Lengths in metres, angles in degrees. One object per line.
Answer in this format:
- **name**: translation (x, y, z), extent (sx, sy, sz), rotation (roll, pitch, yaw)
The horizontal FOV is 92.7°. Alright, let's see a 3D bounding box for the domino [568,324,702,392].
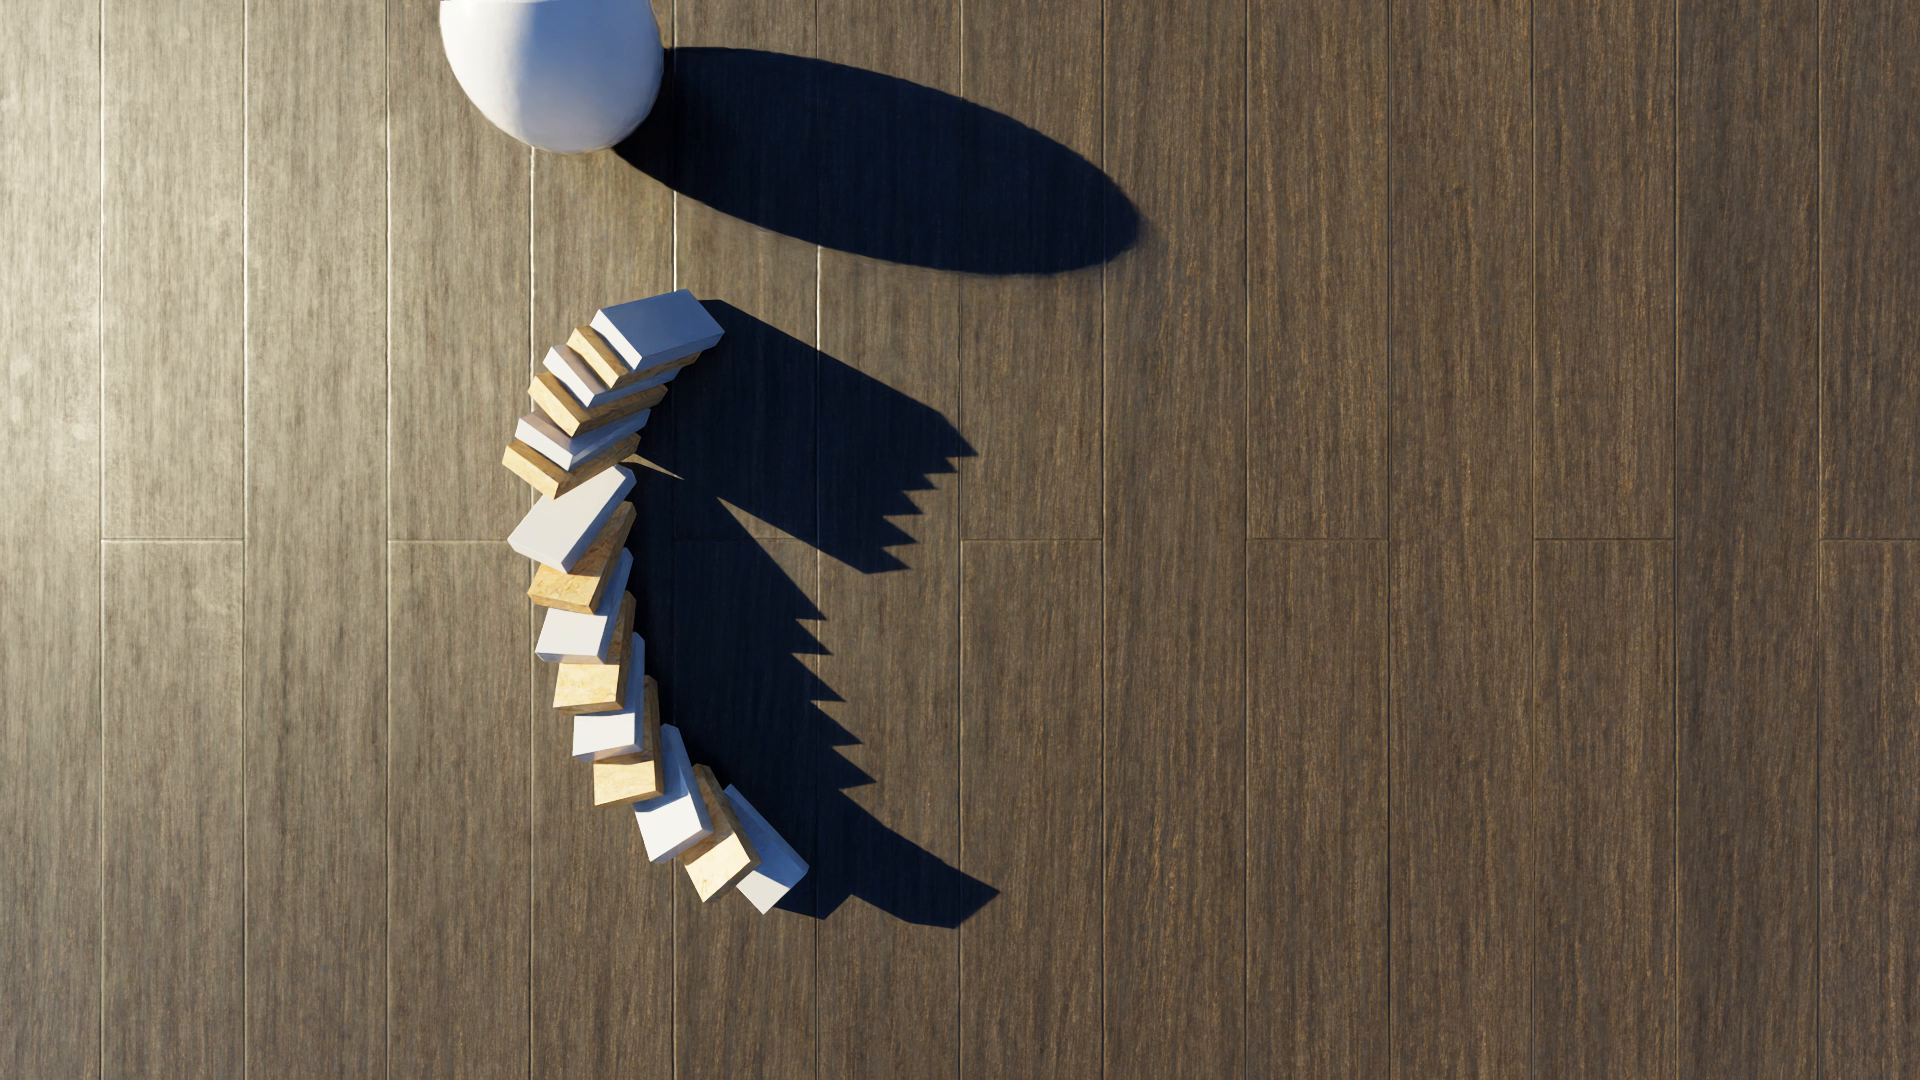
- **domino**: translation (-0.132, -0.080, 0.377), extent (0.025, 0.050, 0.010), rotation (48, 126, 0)

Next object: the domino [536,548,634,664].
- **domino**: translation (-0.156, 0.026, 0.383), extent (0.025, 0.010, 0.050), rotation (3, 60, 1)

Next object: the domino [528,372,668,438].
- **domino**: translation (-0.148, -0.061, 0.377), extent (0.025, 0.050, 0.010), rotation (47, 126, 0)

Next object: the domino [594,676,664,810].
- **domino**: translation (-0.140, 0.084, 0.384), extent (0.025, 0.010, 0.050), rotation (-14, 63, 0)

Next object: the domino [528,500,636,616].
- **domino**: translation (-0.157, 0.005, 0.383), extent (0.025, 0.009, 0.050), rotation (11, 60, 0)

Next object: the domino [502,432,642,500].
- **domino**: translation (-0.158, -0.037, 0.377), extent (0.025, 0.050, 0.009), rotation (36, 125, 1)

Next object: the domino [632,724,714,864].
- **domino**: translation (-0.123, 0.105, 0.383), extent (0.025, 0.010, 0.050), rotation (-33, 61, 3)

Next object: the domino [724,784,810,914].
- **domino**: translation (-0.092, 0.133, 0.395), extent (0.025, 0.009, 0.050), rotation (-44, 90, 0)

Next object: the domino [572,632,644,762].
- **domino**: translation (-0.146, 0.065, 0.383), extent (0.025, 0.010, 0.050), rotation (-11, 60, 0)

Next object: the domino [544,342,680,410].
- **domino**: translation (-0.141, -0.072, 0.377), extent (0.025, 0.050, 0.010), rotation (49, 126, 0)

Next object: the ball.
- **ball**: translation (-0.158, -0.195, 0.360), extent (0.080, 0.080, 0.080), rotation (0, 90, 0)

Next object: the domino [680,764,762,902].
- **domino**: translation (-0.105, 0.121, 0.381), extent (0.025, 0.010, 0.050), rotation (-42, 60, 1)

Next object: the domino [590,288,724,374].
- **domino**: translation (-0.123, -0.087, 0.377), extent (0.025, 0.050, 0.010), rotation (48, 126, 0)

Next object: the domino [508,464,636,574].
- **domino**: translation (-0.161, -0.013, 0.382), extent (0.025, 0.009, 0.050), rotation (22, 60, 7)

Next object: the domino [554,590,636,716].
- **domino**: translation (-0.152, 0.047, 0.383), extent (0.025, 0.009, 0.050), rotation (-6, 59, 1)

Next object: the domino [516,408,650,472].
- **domino**: translation (-0.154, -0.048, 0.377), extent (0.025, 0.050, 0.009), rotation (35, 125, 0)
